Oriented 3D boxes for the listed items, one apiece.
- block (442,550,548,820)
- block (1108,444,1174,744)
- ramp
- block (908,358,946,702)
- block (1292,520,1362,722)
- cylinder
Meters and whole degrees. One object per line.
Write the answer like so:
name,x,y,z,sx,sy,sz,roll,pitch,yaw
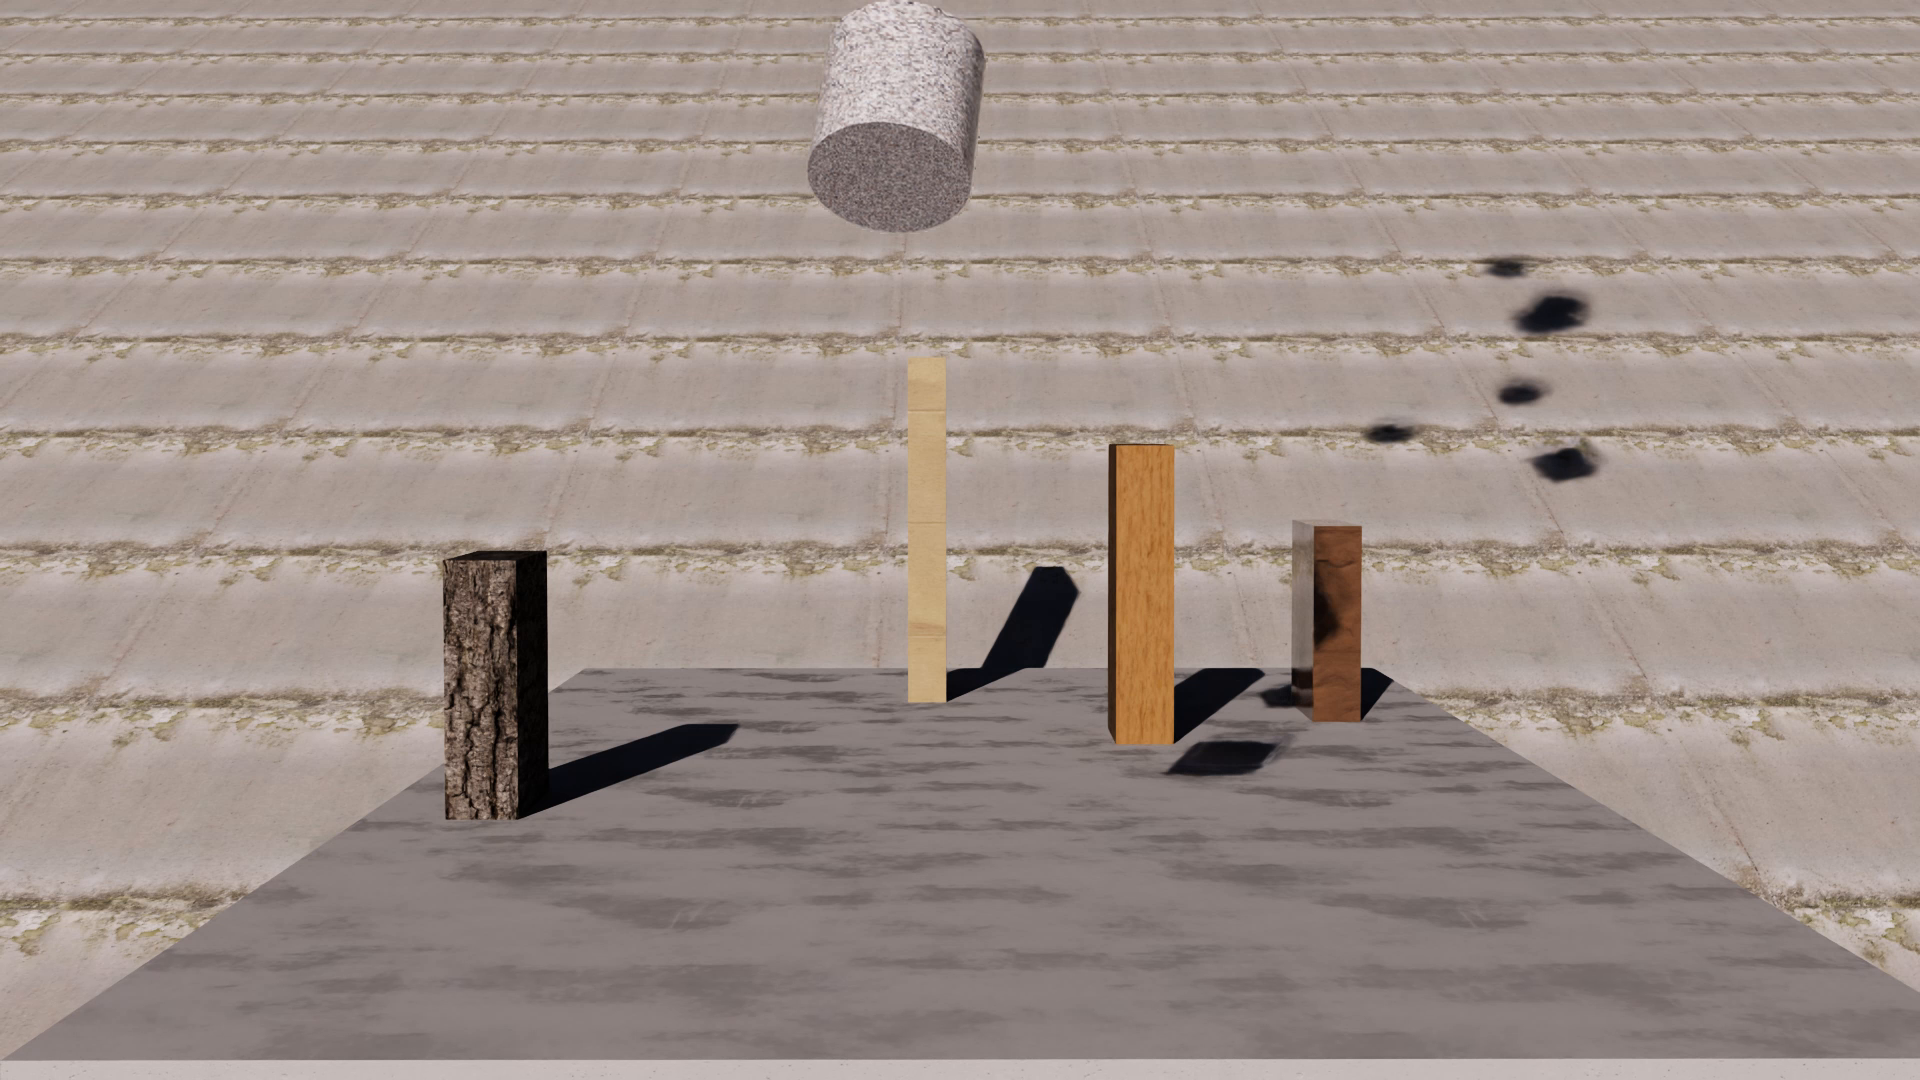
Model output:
block,-0.755,0.229,4.201,0.115,0.409,0.306,0,3,0
block,0.358,0.101,5.113,0.112,0.580,0.266,0,3,0
ramp,0.052,0.468,4.535,2.000,0.100,4.000,0,3,0
block,-0.074,-0.029,5.887,0.084,0.768,0.328,0,3,0
block,0.785,0.167,5.525,0.100,0.409,0.344,0,3,0
cylinder,-0.062,-0.418,2.542,0.160,0.160,0.160,2,57,6
